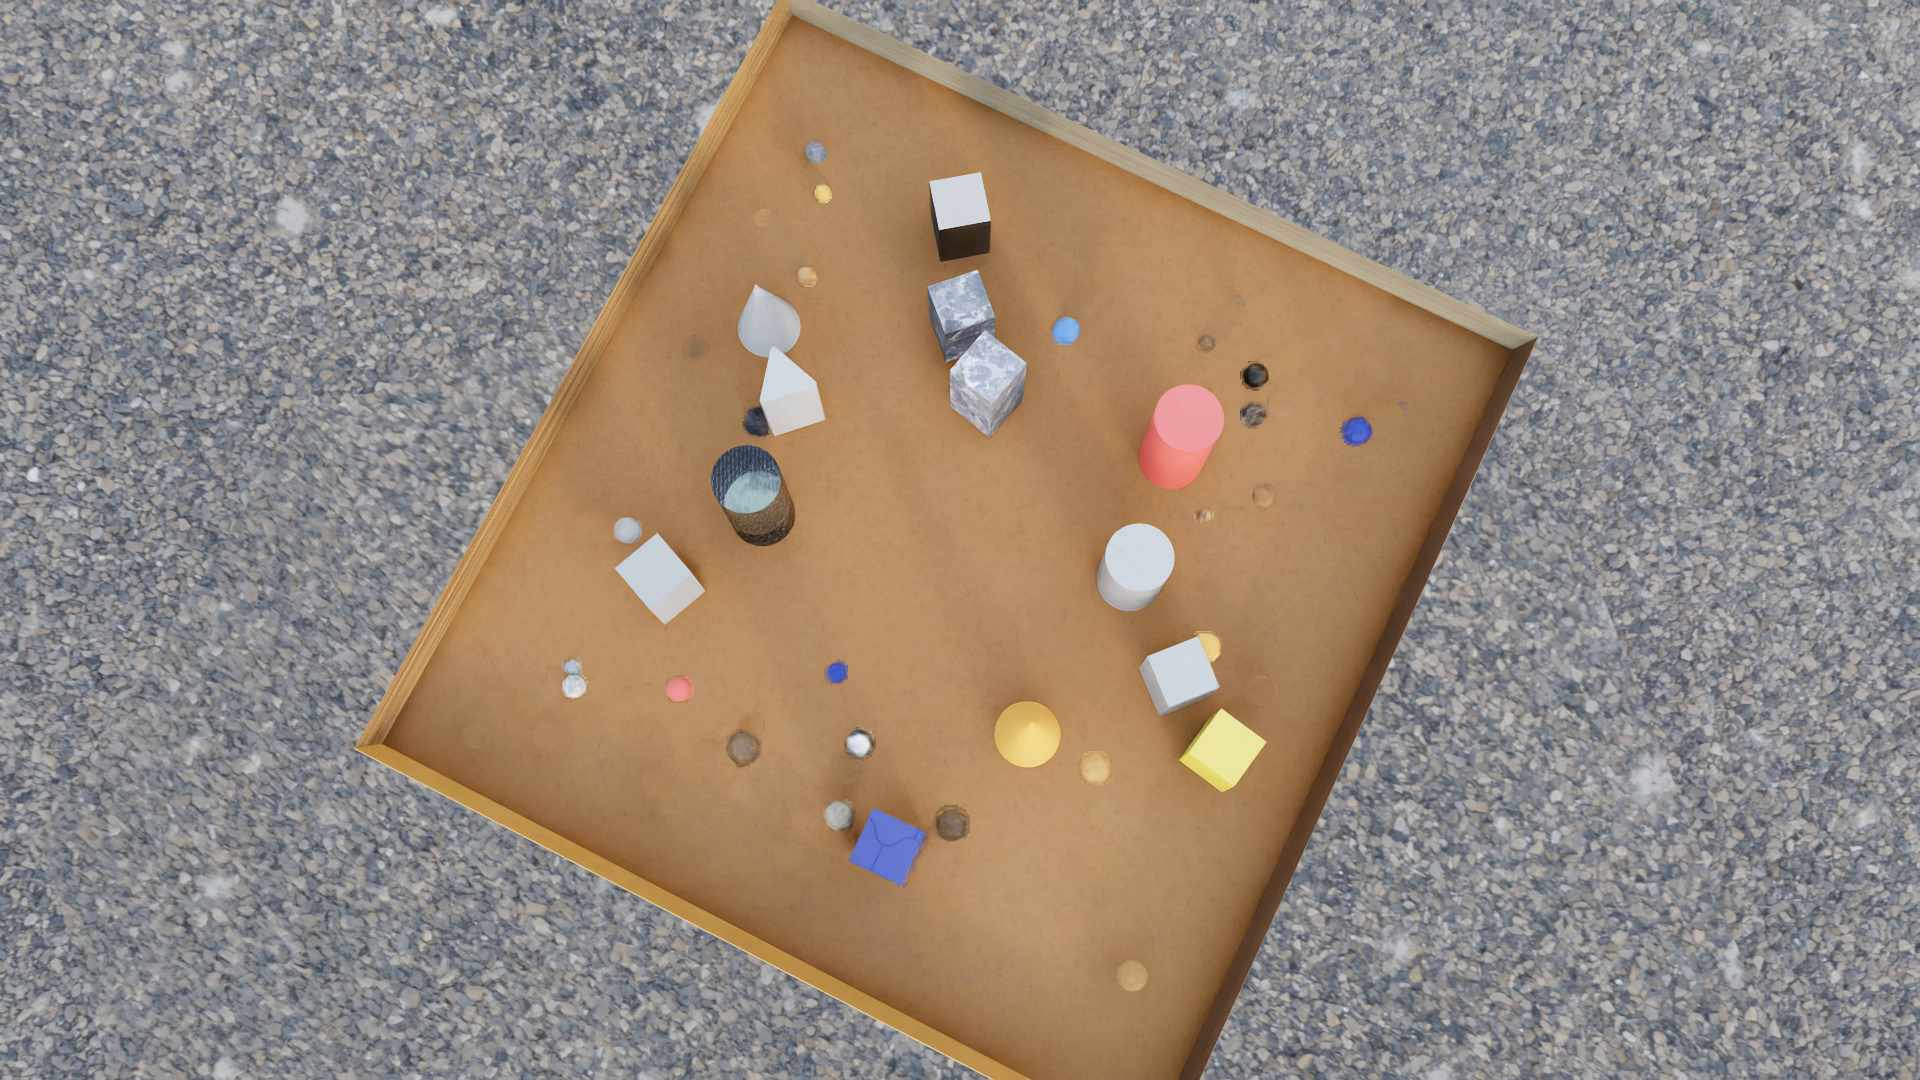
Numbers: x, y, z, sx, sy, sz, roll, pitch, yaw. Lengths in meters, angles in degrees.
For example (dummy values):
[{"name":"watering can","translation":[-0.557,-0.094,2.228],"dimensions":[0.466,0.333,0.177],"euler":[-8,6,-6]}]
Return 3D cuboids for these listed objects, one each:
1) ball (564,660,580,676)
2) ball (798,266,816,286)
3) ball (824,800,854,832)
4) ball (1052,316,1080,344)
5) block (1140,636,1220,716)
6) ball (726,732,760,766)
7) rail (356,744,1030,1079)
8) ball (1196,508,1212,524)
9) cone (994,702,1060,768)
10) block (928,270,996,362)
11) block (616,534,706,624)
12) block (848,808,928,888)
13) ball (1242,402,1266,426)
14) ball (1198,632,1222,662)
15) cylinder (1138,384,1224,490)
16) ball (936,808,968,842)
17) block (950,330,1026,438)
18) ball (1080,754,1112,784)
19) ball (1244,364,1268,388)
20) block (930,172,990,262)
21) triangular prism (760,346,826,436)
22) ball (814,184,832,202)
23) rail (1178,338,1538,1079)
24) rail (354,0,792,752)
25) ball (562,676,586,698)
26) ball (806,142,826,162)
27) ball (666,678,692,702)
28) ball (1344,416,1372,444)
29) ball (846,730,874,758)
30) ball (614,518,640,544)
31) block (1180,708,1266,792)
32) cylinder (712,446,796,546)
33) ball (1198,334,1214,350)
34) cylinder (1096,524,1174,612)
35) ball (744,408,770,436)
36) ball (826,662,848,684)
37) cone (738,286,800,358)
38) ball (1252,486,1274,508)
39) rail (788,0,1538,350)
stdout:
[{"name":"ball","translation":[-1.167,0.384,5.514],"dimensions":[0.046,0.046,0.046],"euler":[0,78,0]},{"name":"ball","translation":[-0.482,-0.829,5.758],"dimensions":[0.060,0.060,0.060],"euler":[0,78,0]},{"name":"ball","translation":[-0.356,0.813,5.402],"dimensions":[0.091,0.091,0.091],"euler":[0,78,0]},{"name":"ball","translation":[0.332,-0.653,5.709],"dimensions":[0.084,0.084,0.084],"euler":[0,78,0]},{"name":"block","translation":[0.644,0.405,5.403],"dimensions":[0.159,0.254,0.159],"euler":[-21,79,-4]},{"name":"ball","translation":[-0.642,0.618,5.438],"dimensions":[0.099,0.099,0.099],"euler":[0,78,0]},{"name":"rail","translation":[-0.596,1.174,5.307],"dimensions":[2.608,0.129,0.045],"euler":[26,80,5]},{"name":"ball","translation":[0.748,-0.074,5.609],"dimensions":[0.045,0.045,0.045],"euler":[0,78,0]},{"name":"cone","translation":[0.202,0.547,5.327],"dimensions":[0.199,0.345,0.199],"euler":[0,78,0]},{"name":"block","translation":[0.004,-0.683,5.615],"dimensions":[0.159,0.280,0.159],"euler":[-19,79,-4]},{"name":"block","translation":[-0.888,0.118,5.445],"dimensions":[0.159,0.288,0.159],"euler":[-40,81,-8]},{"name":"block","translation":[-0.201,0.883,5.236],"dimensions":[0.159,0.388,0.159],"euler":[24,79,5]},{"name":"ball","translation":[0.908,-0.387,5.659],"dimensions":[0.074,0.074,0.074],"euler":[0,78,0]},{"name":"ball","translation":[0.738,0.324,5.503],"dimensions":[0.091,0.091,0.091],"euler":[0,78,0]},{"name":"cylinder","translation":[0.652,-0.300,5.442],"dimensions":[0.199,0.463,0.199],"euler":[0,78,0]},{"name":"ball","translation":[-0.024,0.837,5.393],"dimensions":[0.098,0.098,0.098],"euler":[0,78,0]},{"name":"block","translation":[0.083,-0.464,5.515],"dimensions":[0.159,0.388,0.159],"euler":[39,81,7]},{"name":"ball","translation":[0.402,0.677,5.430],"dimensions":[0.091,0.091,0.091],"euler":[0,78,0]},{"name":"ball","translation":[0.918,-0.509,5.682],"dimensions":[0.079,0.079,0.079],"euler":[0,78,0]},{"name":"block","translation":[0.000,-0.999,5.684],"dimensions":[0.159,0.274,0.159],"euler":[-11,79,-2]},{"name":"triangular prism","translation":[-0.522,-0.458,5.521],"dimensions":[0.172,0.372,0.149],"euler":[-18,79,-4]},{"name":"ball","translation":[-0.436,-1.102,5.818],"dimensions":[0.053,0.053,0.053],"euler":[0,78,0]},{"name":"rail","translation":[1.145,0.568,5.432],"dimensions":[0.045,0.129,2.711],"euler":[26,80,5]},{"name":"rail","translation":[-1.145,-0.554,5.664],"dimensions":[0.045,0.129,2.711],"euler":[26,80,5]},{"name":"ball","translation":[-1.156,0.440,5.490],"dimensions":[0.070,0.070,0.070],"euler":[0,78,0]},{"name":"ball","translation":[-0.460,-1.236,5.838],"dimensions":[0.068,0.068,0.068],"euler":[0,78,0]},{"name":"ball","translation":[-0.842,0.448,5.485],"dimensions":[0.075,0.075,0.075],"euler":[0,78,0]},{"name":"ball","translation":[1.224,-0.336,5.642],"dimensions":[0.086,0.086,0.086],"euler":[0,78,0]},{"name":"ball","translation":[-0.299,0.608,5.448],"dimensions":[0.084,0.084,0.084],"euler":[0,78,0]},{"name":"ball","translation":[-1.014,-0.029,5.581],"dimensions":[0.081,0.081,0.081],"euler":[0,78,0]},{"name":"block","translation":[0.766,0.618,5.363],"dimensions":[0.159,0.246,0.159],"euler":[37,81,7]},{"name":"cylinder","translation":[-0.605,-0.125,5.405],"dimensions":[0.199,0.465,0.199],"euler":[0,78,0]},{"name":"ball","translation":[0.769,-0.616,5.719],"dimensions":[0.049,0.049,0.049],"euler":[0,78,0]},{"name":"cylinder","translation":[0.516,0.085,5.421],"dimensions":[0.199,0.348,0.199],"euler":[0,78,0]},{"name":"ball","translation":[-0.623,-0.365,5.647],"dimensions":[0.089,0.089,0.089],"euler":[0,78,0]},{"name":"ball","translation":[-0.371,0.399,5.501],"dimensions":[0.064,0.064,0.064],"euler":[0,78,0]},{"name":"cone","translation":[-0.599,-0.709,5.562],"dimensions":[0.199,0.395,0.199],"euler":[0,78,0]},{"name":"ball","translation":[0.929,-0.133,5.609],"dimensions":[0.068,0.068,0.068],"euler":[0,78,0]},{"name":"rail","translation":[0.596,-1.160,5.790],"dimensions":[2.608,0.129,0.045],"euler":[26,80,5]}]
